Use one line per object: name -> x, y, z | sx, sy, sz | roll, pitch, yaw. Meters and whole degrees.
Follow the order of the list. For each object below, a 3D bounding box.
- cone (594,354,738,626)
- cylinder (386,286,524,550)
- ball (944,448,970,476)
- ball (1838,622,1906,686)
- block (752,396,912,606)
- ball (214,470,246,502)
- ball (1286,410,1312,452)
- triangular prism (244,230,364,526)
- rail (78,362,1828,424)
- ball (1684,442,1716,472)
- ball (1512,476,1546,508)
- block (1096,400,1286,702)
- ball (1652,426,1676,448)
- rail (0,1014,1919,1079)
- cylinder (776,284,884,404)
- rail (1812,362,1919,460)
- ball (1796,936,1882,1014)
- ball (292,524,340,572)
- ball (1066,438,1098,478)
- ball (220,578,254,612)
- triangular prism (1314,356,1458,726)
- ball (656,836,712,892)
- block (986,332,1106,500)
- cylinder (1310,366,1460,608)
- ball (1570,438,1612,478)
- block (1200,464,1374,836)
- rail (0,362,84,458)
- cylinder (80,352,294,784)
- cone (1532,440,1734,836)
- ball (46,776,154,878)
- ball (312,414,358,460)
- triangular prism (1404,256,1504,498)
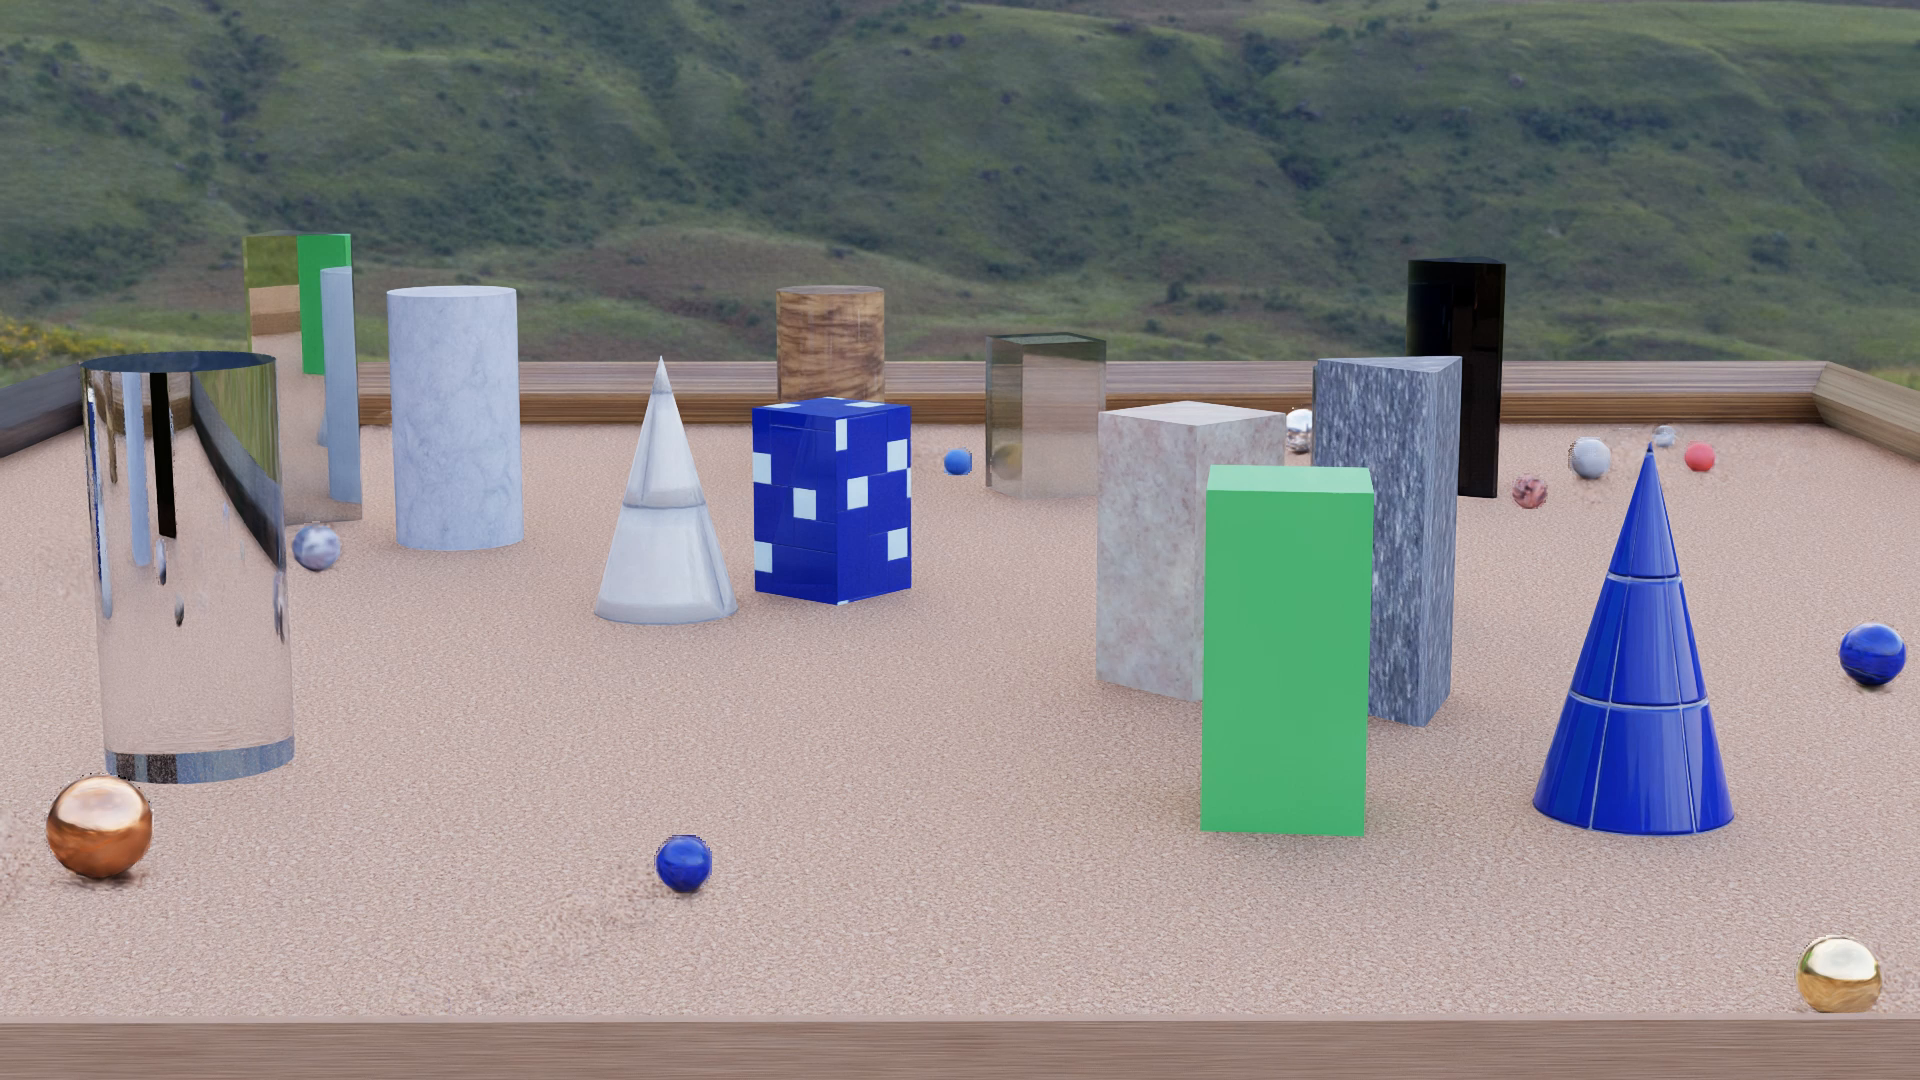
cone -> -0.397, -0.076, 3.437 | 0.194, 0.346, 0.194 | 0, 11, 0
cylinder -> -0.775, -0.191, 3.950 | 0.194, 0.384, 0.194 | 0, 11, 0
ball -> -0.004, -0.139, 4.594 | 0.048, 0.048, 0.048 | 0, 11, 0
ball -> 1.082, 0.135, 3.041 | 0.075, 0.075, 0.075 | 0, 11, 0
block -> -0.178, -0.058, 3.579 | 0.155, 0.258, 0.155 | 8, 13, 38
ball -> -1.231, -0.092, 4.324 | 0.054, 0.054, 0.054 | 0, 11, 0
ball -> 0.649, -0.208, 4.871 | 0.081, 0.081, 0.081 | 0, 11, 0
triangular prism -> -1.073, -0.265, 4.141 | 0.168, 0.461, 0.146 | -5, 12, -25
rail -> -0.010, -0.297, 5.226 | 3.576, 0.126, 0.045 | 0, 11, 0
ball -> 1.336, -0.149, 4.631 | 0.054, 0.054, 0.054 | 0, 11, 0
ball -> 0.943, -0.079, 4.250 | 0.055, 0.055, 0.055 | 0, 11, 0
block -> 0.273, 0.009, 3.045 | 0.155, 0.322, 0.155 | -10, 14, -42
ball -> 1.353, -0.199, 4.932 | 0.042, 0.042, 0.042 | 0, 11, 0
rail -> 0.010, 0.362, 1.672 | 3.576, 0.126, 0.045 | 0, 11, 0
cylinder -> -0.233, -0.289, 4.637 | 0.194, 0.327, 0.194 | 0, 11, 0
rail -> 1.764, 0.031, 3.459 | 0.045, 0.126, 3.662 | 0, 11, 0
ball -> 0.679, 0.338, 1.982 | 0.063, 0.063, 0.063 | 0, 11, 0
ball -> -0.935, 0.011, 3.729 | 0.068, 0.068, 0.068 | 0, 11, 0
ball -> 0.222, -0.146, 4.537 | 0.070, 0.070, 0.070 | 0, 11, 0
ball -> -0.973, 0.074, 3.454 | 0.044, 0.044, 0.044 | 0, 11, 0
triangular prism -> 0.516, -0.007, 2.928 | 0.146, 0.396, 0.168 | -9, 14, -39
ball -> -0.246, 0.289, 2.287 | 0.049, 0.049, 0.049 | 0, 11, 0
block -> 0.146, -0.215, 4.411 | 0.155, 0.264, 0.155 | -4, 11, -23
cylinder -> 0.570, -0.070, 3.461 | 0.194, 0.324, 0.194 | 0, 11, 0
ball -> 1.120, -0.144, 4.557 | 0.072, 0.072, 0.072 | 0, 11, 0
block -> 0.318, 0.104, 2.505 | 0.155, 0.332, 0.155 | 1, 11, 7
rail -> -1.764, 0.034, 3.439 | 0.045, 0.126, 3.662 | 0, 11, 0
cylinder -> -0.806, 0.024, 2.685 | 0.194, 0.424, 0.194 | 0, 11, 0
cone -> 0.667, 0.084, 2.511 | 0.194, 0.369, 0.194 | 0, 11, 0
ball -> -0.779, 0.260, 2.325 | 0.092, 0.092, 0.092 | 0, 11, 0
ball -> -1.164, -0.193, 4.780 | 0.085, 0.085, 0.085 | 0, 11, 0
triangular prism -> 0.871, -0.285, 4.422 | 0.168, 0.397, 0.146 | 6, 12, 29
